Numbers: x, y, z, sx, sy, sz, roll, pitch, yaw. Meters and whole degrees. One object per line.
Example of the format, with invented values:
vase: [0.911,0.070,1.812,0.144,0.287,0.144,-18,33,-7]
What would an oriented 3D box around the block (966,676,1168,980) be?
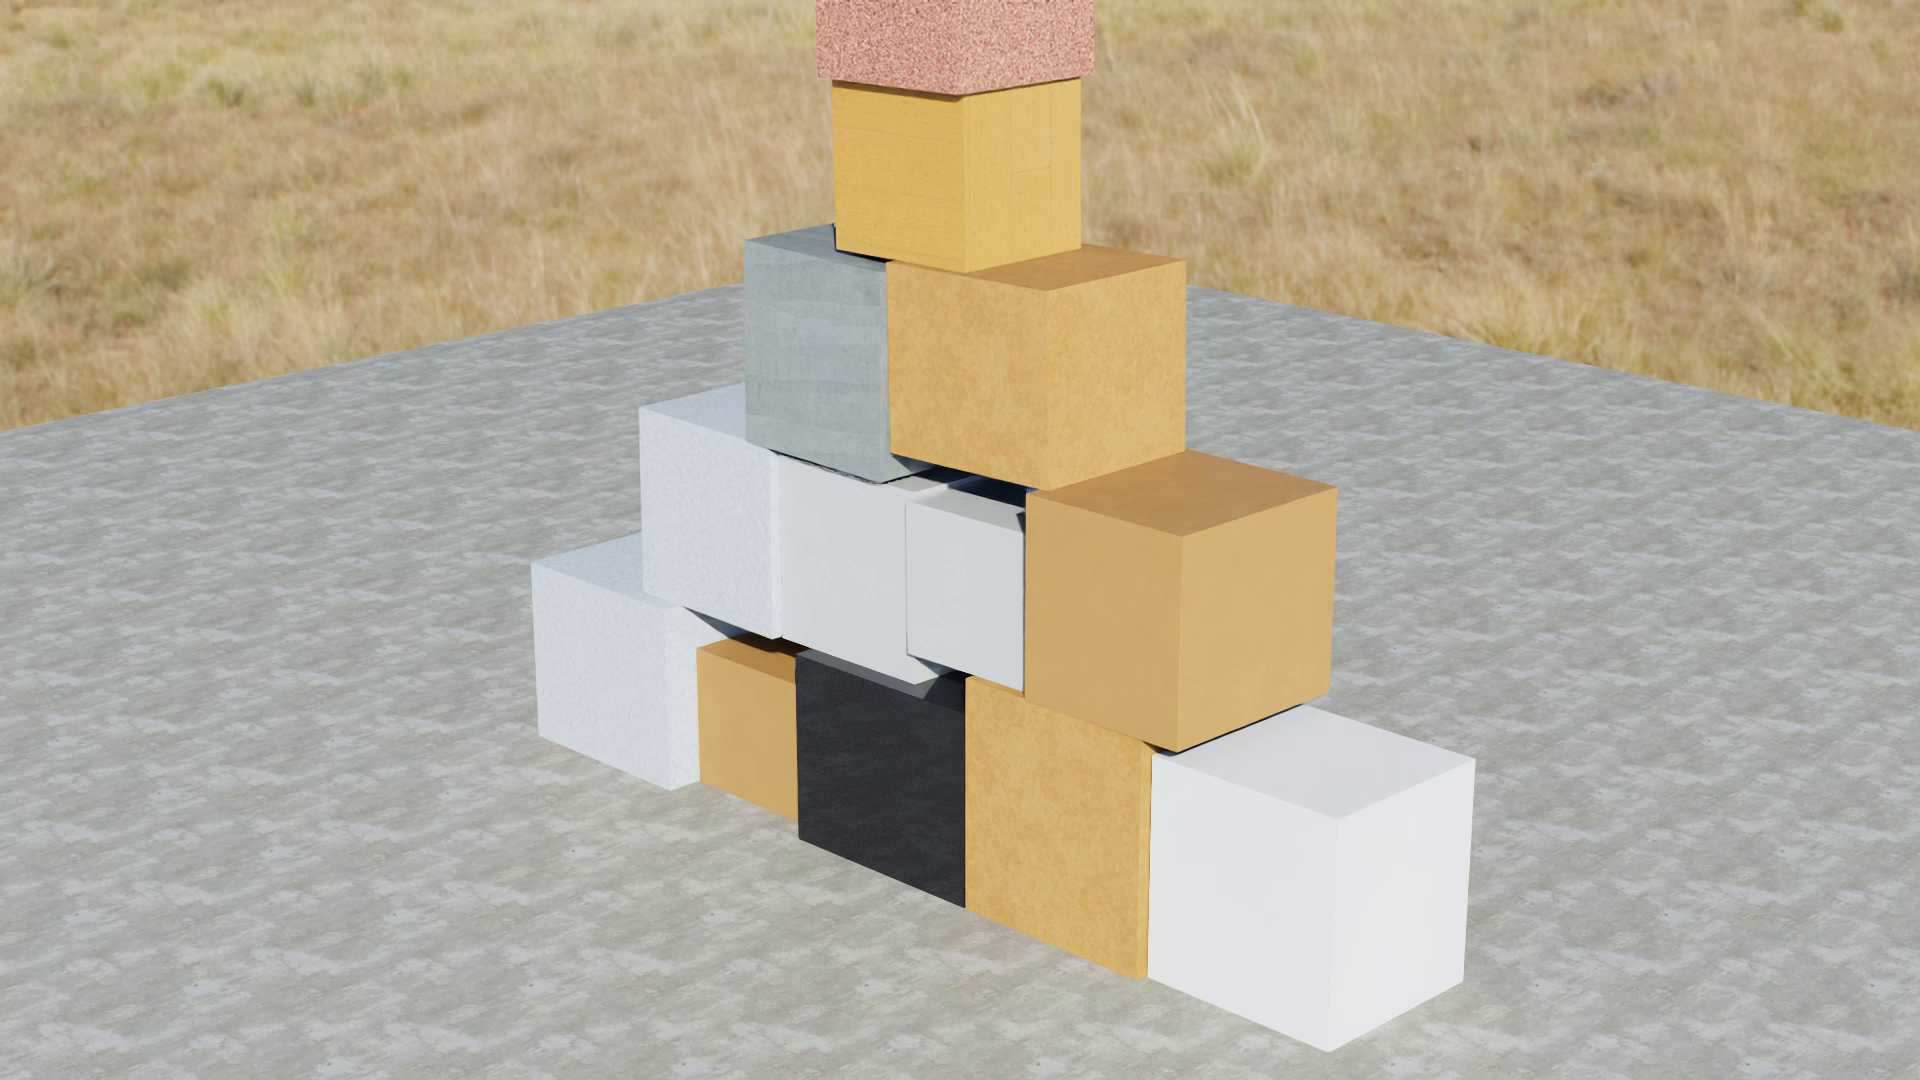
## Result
block: [0.749,1.125,12.936,1.026,1.097,1.023,-17,24,-42]

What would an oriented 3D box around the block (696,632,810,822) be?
block: [-0.724,0.878,14.384,0.727,0.700,0.873,-17,24,-42]

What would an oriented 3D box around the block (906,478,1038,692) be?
block: [0.340,0.154,13.013,0.855,0.710,0.777,-17,23,-42]

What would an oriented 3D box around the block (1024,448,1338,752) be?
block: [0.933,0.229,12.425,1.000,0.919,0.859,-17,24,-42]

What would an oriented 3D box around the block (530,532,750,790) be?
block: [-1.427,0.560,14.993,1.056,0.940,1.059,-17,24,-42]

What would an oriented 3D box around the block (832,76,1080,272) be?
block: [-0.012,-1.650,12.828,0.805,0.762,0.721,15,23,43]

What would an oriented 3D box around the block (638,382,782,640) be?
block: [-0.904,-0.180,14.226,0.875,0.937,0.953,-17,25,-42]

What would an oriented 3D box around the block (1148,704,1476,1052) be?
block: [1.462,1.379,12.271,0.913,1.011,0.971,-17,24,-42]

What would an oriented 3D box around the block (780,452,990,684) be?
block: [-0.231,0.039,13.623,0.813,0.901,0.894,-17,24,-42]

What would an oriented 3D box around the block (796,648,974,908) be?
block: [-0.025,0.983,13.670,0.981,0.928,1.102,-17,24,-42]

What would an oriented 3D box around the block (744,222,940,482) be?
block: [-0.336,-0.905,13.426,0.897,0.949,0.935,18,25,42]

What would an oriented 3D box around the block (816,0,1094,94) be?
block: [-0.024,-2.445,12.589,0.836,0.899,0.862,-17,23,-42]

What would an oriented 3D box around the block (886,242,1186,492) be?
block: [0.334,-0.794,12.765,0.956,0.852,0.873,15,23,43]
